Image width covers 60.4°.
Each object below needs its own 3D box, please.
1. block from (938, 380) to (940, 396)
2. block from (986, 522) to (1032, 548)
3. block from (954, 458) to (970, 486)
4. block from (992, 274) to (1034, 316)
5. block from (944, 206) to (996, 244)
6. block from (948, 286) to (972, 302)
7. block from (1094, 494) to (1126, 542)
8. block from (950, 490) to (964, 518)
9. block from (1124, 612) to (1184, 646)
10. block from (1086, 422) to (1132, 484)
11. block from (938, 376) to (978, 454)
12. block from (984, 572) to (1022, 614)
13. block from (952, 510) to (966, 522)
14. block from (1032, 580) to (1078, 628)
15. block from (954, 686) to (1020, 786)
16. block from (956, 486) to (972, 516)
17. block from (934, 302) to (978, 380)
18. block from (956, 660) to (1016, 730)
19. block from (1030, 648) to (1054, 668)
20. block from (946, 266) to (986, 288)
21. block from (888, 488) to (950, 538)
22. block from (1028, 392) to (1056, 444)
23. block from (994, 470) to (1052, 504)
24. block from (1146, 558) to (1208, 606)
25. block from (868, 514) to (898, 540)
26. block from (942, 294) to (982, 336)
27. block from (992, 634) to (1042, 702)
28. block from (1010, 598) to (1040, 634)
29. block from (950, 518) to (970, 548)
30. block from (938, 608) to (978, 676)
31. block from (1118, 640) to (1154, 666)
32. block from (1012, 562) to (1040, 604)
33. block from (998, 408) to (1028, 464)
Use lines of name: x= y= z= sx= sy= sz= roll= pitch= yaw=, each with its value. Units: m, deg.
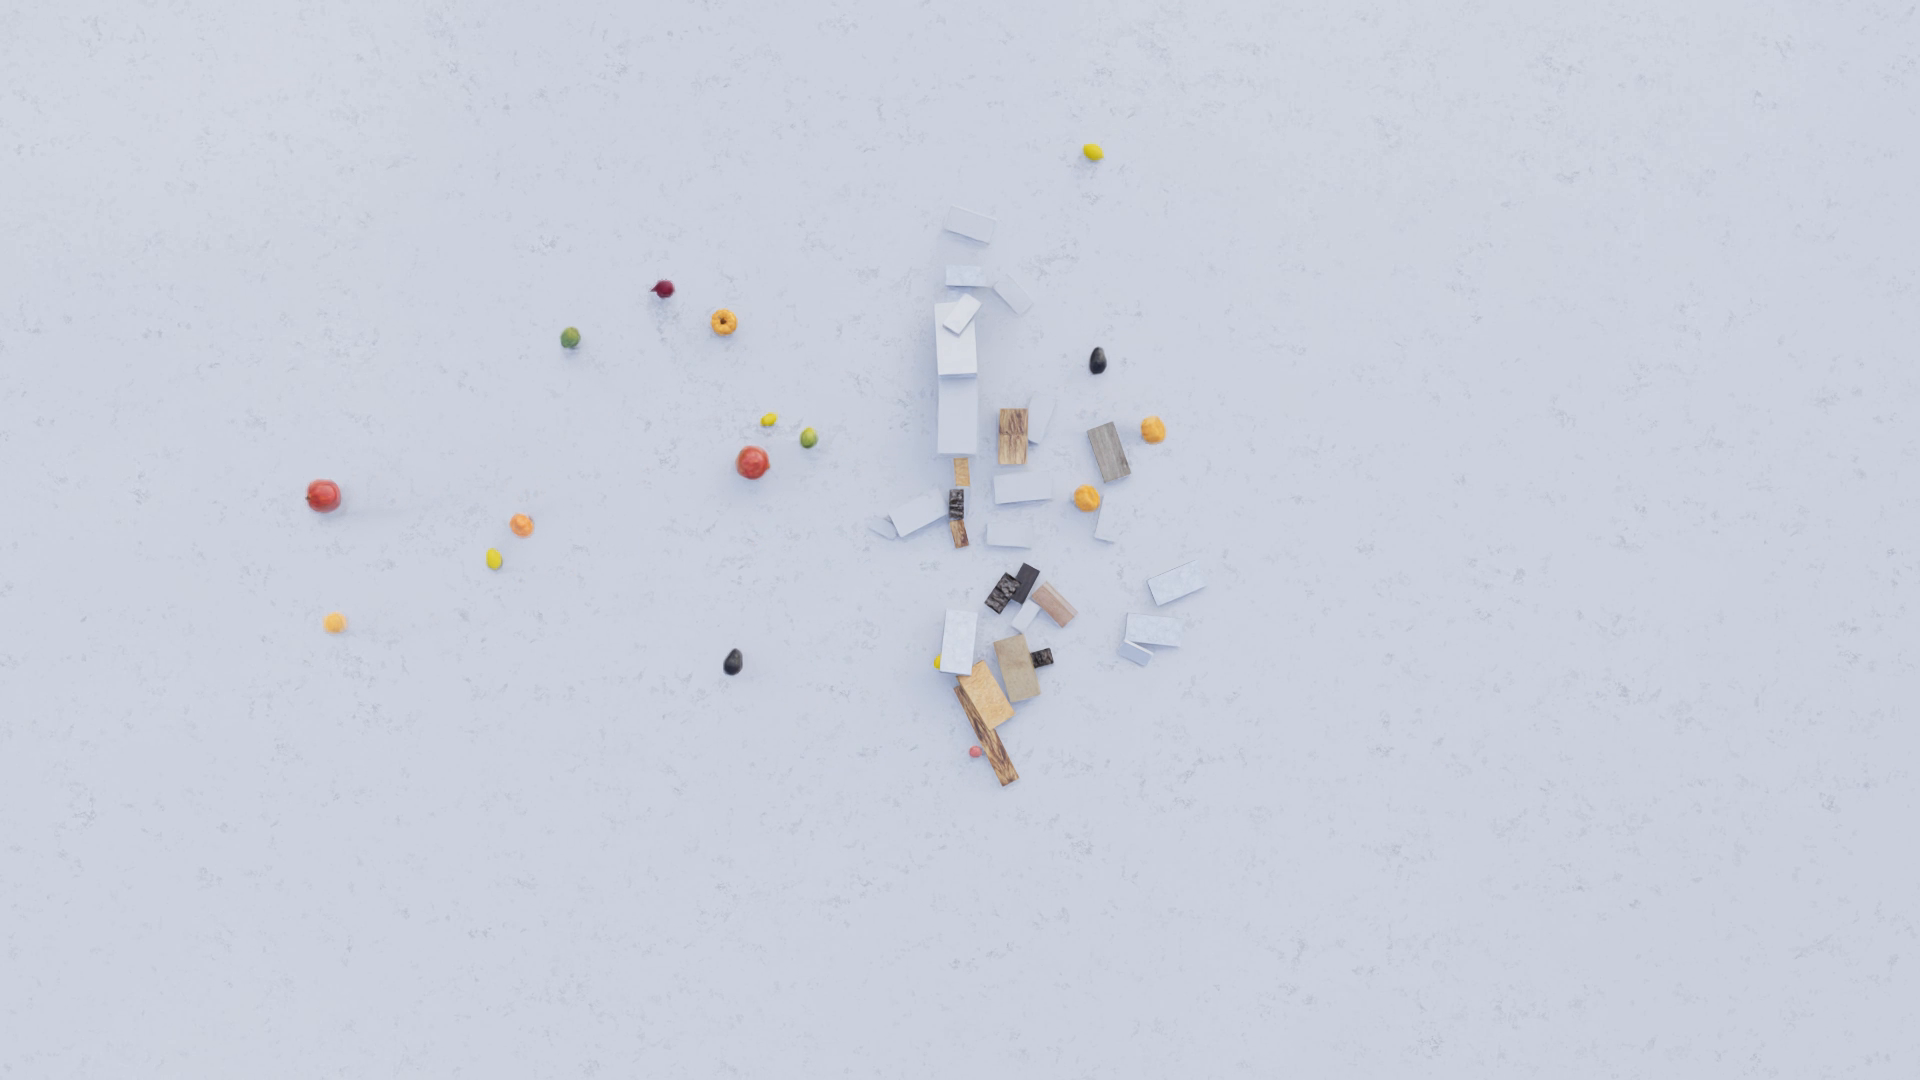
block: x=-0.010 y=-0.525 z=5.460 sx=0.127 sy=0.036 sz=0.255 roll=0 pitch=90 yaw=0
block: x=0.165 y=-0.018 z=5.489 sx=0.149 sy=0.021 sz=0.075 roll=4 pitch=90 yaw=0
block: x=0.006 y=-0.226 z=5.493 sx=0.048 sy=0.014 sz=0.095 roll=-5 pitch=90 yaw=0
block: x=0.177 y=-0.816 z=5.491 sx=0.067 sy=0.019 sz=0.133 roll=-43 pitch=90 yaw=0
block: x=0.033 y=-1.048 z=5.489 sx=0.158 sy=0.022 sz=0.079 roll=18 pitch=90 yaw=0
block: x=-0.002 y=-0.686 z=5.489 sx=0.079 sy=0.022 sz=0.449 roll=0 pitch=90 yaw=0
block: x=0.499 y=-0.073 z=5.489 sx=0.075 sy=0.021 sz=0.149 roll=13 pitch=90 yaw=0
block: x=-0.011 y=-0.120 z=5.461 sx=0.048 sy=0.014 sz=0.095 roll=0 pitch=99 yaw=1
block: x=0.644 y=0.298 z=5.487 sx=0.185 sy=0.026 sz=0.092 roll=6 pitch=90 yaw=0
block: x=0.495 y=-0.292 z=5.487 sx=0.092 sy=0.026 sz=0.185 roll=-20 pitch=90 yaw=0
block: x=-0.006 y=-0.411 z=5.423 sx=0.127 sy=0.036 sz=0.255 roll=1 pitch=90 yaw=0
block: x=0.142 y=0.176 z=5.478 sx=0.063 sy=0.018 sz=0.127 roll=36 pitch=93 yaw=21
block: x=-0.008 y=-0.105 z=5.477 sx=0.046 sy=0.013 sz=0.093 roll=-6 pitch=99 yaw=2
block: x=0.315 y=0.214 z=5.489 sx=0.075 sy=0.021 sz=0.149 roll=-45 pitch=90 yaw=0
block: x=0.088 y=0.643 z=5.491 sx=0.063 sy=0.018 sz=0.365 roll=-27 pitch=90 yaw=0
block: x=0.009 y=-0.132 z=5.486 sx=0.048 sy=0.014 sz=0.095 roll=6 pitch=99 yaw=0
block: x=-0.014 y=-0.657 z=5.422 sx=0.127 sy=0.036 sz=0.255 roll=-3 pitch=73 yaw=0
block: x=0.085 y=0.516 z=5.472 sx=0.104 sy=0.030 sz=0.209 roll=-31 pitch=91 yaw=-13
block: x=0.256 y=0.398 z=5.493 sx=0.104 sy=0.015 sz=0.052 roll=-15 pitch=90 yaw=0
block: x=0.020 y=-0.874 z=5.468 sx=0.133 sy=0.019 sz=0.067 roll=2 pitch=90 yaw=0
block: x=-0.136 y=-0.091 z=5.480 sx=0.185 sy=0.026 sz=0.092 roll=-27 pitch=90 yaw=-4
block: x=0.257 y=-0.407 z=5.489 sx=0.079 sy=0.022 sz=0.158 roll=22 pitch=90 yaw=0
block: x=0.208 y=-0.176 z=5.487 sx=0.188 sy=0.026 sz=0.092 roll=-6 pitch=90 yaw=0
block: x=0.723 y=0.141 z=5.487 sx=0.185 sy=0.026 sz=0.092 roll=-23 pitch=90 yaw=0
block: x=-0.255 y=-0.043 z=5.493 sx=0.093 sy=0.013 sz=0.046 roll=27 pitch=90 yaw=0
block: x=0.008 y=-0.740 z=5.419 sx=0.067 sy=0.019 sz=0.133 roll=34 pitch=76 yaw=11
block: x=0.190 y=0.424 z=5.474 sx=0.104 sy=0.030 sz=0.209 roll=-17 pitch=90 yaw=13
block: x=0.218 y=0.252 z=5.493 sx=0.052 sy=0.015 sz=0.104 roll=35 pitch=90 yaw=0
block: x=-0.002 y=-0.022 z=5.480 sx=0.046 sy=0.013 sz=0.093 roll=-13 pitch=105 yaw=4
block: x=-0.006 y=0.339 z=5.456 sx=0.104 sy=0.030 sz=0.209 roll=8 pitch=76 yaw=-5
block: x=0.583 y=0.374 z=5.479 sx=0.104 sy=0.015 sz=0.052 roll=26 pitch=124 yaw=0
block: x=0.210 y=0.145 z=5.491 sx=0.063 sy=0.018 sz=0.127 roll=28 pitch=90 yaw=0
block: x=0.176 y=-0.343 z=5.469 sx=0.092 sy=0.026 sz=0.185 roll=1 pitch=90 yaw=24
